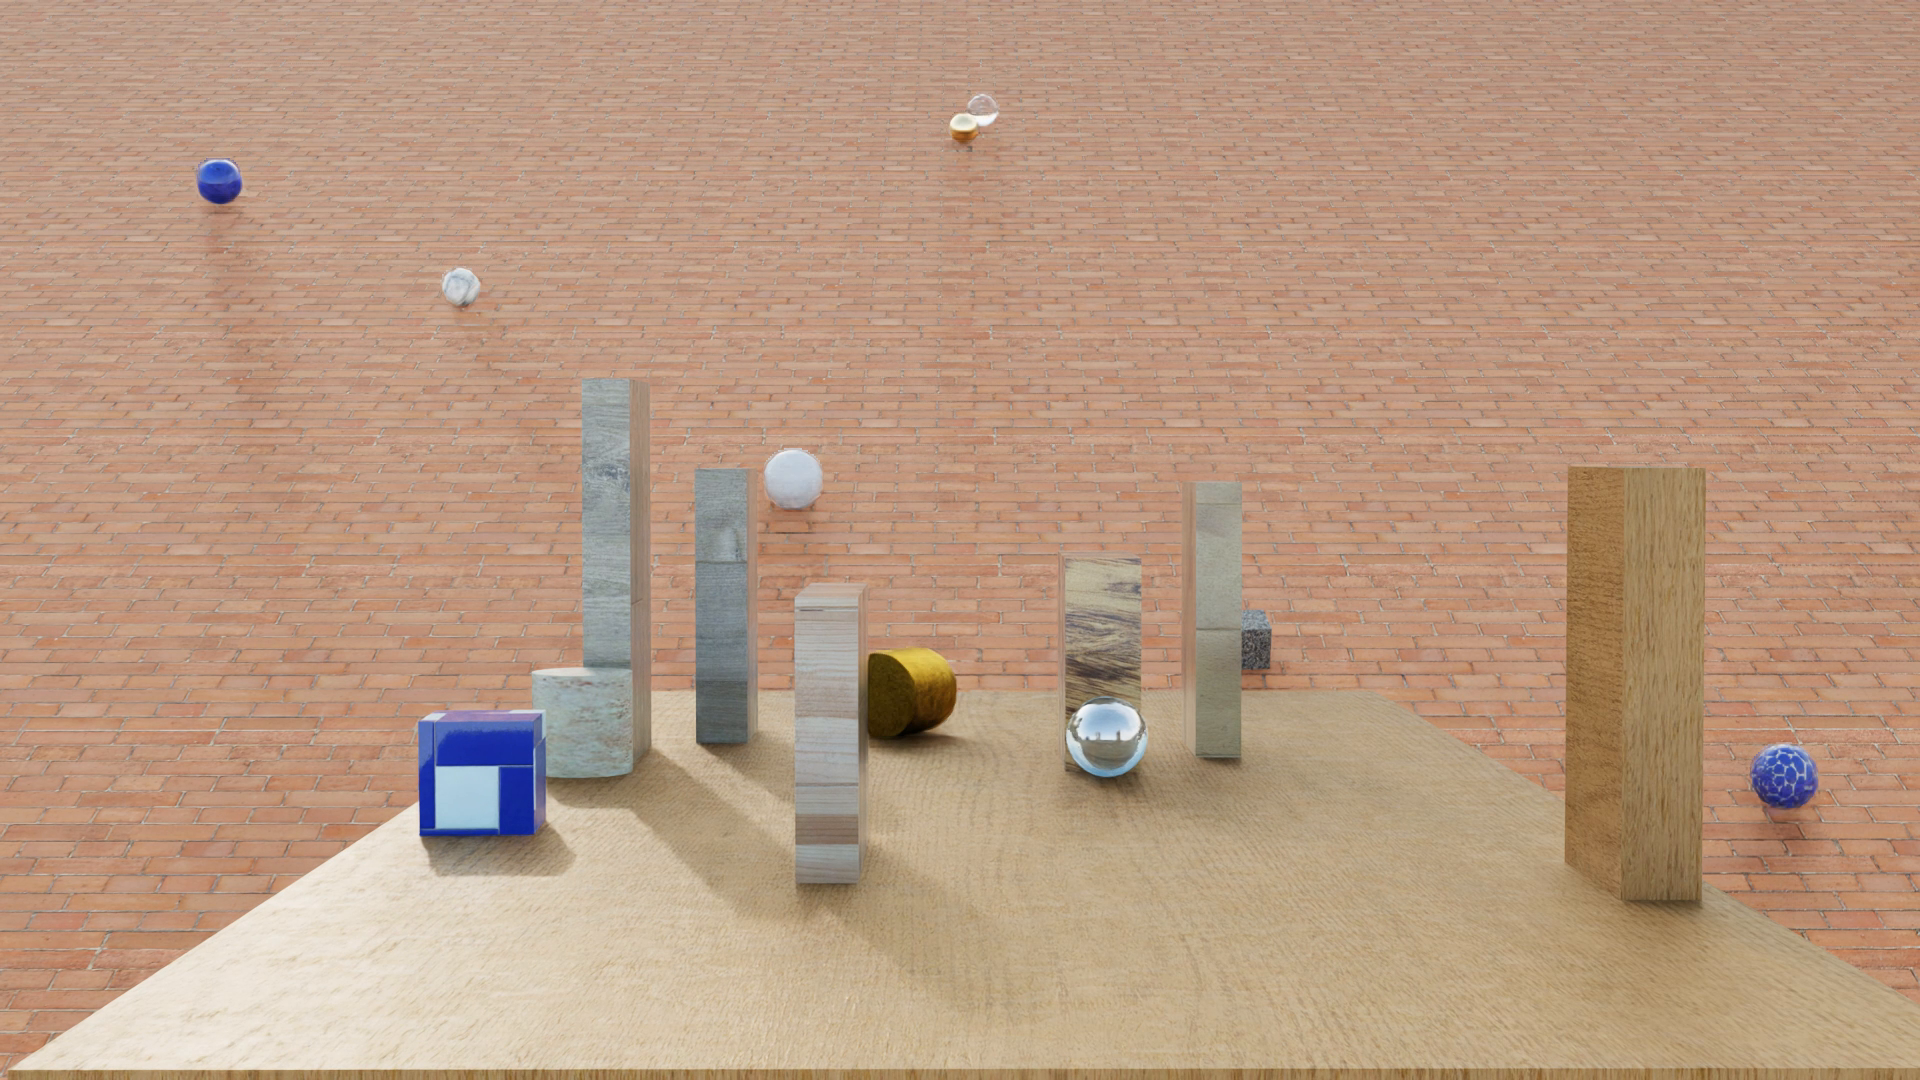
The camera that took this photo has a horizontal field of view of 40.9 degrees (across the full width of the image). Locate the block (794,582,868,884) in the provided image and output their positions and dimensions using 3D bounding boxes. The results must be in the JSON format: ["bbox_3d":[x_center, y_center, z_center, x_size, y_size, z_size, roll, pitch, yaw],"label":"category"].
[{"bbox_3d":[-0.188,0.276,3.839,0.089,0.404,0.409,0,2,0],"label":"block"}]

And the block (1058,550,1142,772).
[{"bbox_3d":[0.272,0.231,5.078,0.144,0.406,0.373,0,2,0],"label":"block"}]

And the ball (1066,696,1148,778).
[{"bbox_3d":[0.275,0.368,4.820,0.151,0.151,0.151,0,24,0],"label":"ball"}]

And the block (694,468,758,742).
[{"bbox_3d":[-0.499,0.133,5.520,0.108,0.573,0.282,0,2,0],"label":"block"}]

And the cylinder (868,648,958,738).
[{"bbox_3d":[-0.129,0.328,5.533,0.182,0.182,0.182,13,8,27],"label":"cylinder"}]

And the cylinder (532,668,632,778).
[{"bbox_3d":[-0.719,0.346,4.907,0.190,0.190,0.190,0,2,0],"label":"cylinder"}]

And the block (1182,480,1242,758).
[{"bbox_3d":[0.514,0.154,5.283,0.091,0.546,0.327,0,2,0],"label":"block"}]

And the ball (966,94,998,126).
[{"bbox_3d":[0.102,-1.972,11.821,0.143,0.143,0.143,0,24,0],"label":"ball"}]

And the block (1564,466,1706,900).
[{"bbox_3d":[0.953,0.190,3.653,0.110,0.587,0.323,0,2,0],"label":"block"}]

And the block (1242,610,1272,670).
[{"bbox_3d":[0.761,0.267,6.885,0.118,0.118,0.118,-2,24,-4],"label":"block"}]

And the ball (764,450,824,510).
[{"bbox_3d":[-0.505,-0.181,7.801,0.182,0.182,0.182,0,24,0],"label":"ball"}]

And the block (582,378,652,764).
[{"bbox_3d":[-0.685,0.057,5.159,0.093,0.750,0.332,0,2,0],"label":"block"}]

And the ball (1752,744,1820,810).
[{"bbox_3d":[1.977,0.567,6.174,0.155,0.155,0.155,0,24,0],"label":"ball"}]

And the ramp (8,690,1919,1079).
[{"bbox_3d":[0.056,0.503,4.548,2.000,0.100,4.000,0,2,0],"label":"ramp"}]

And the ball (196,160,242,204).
[{"bbox_3d":[-3.075,-1.488,10.694,0.186,0.186,0.186,0,24,0],"label":"ball"}]

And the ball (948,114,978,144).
[{"bbox_3d":[0.018,-1.846,11.553,0.134,0.134,0.134,0,24,0],"label":"ball"}]

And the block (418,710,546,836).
[{"bbox_3d":[-0.774,0.376,4.187,0.181,0.181,0.181,0,2,-3],"label":"block"}]

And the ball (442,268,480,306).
[{"bbox_3d":[-1.844,-0.935,9.528,0.138,0.138,0.138,0,24,0],"label":"ball"}]
